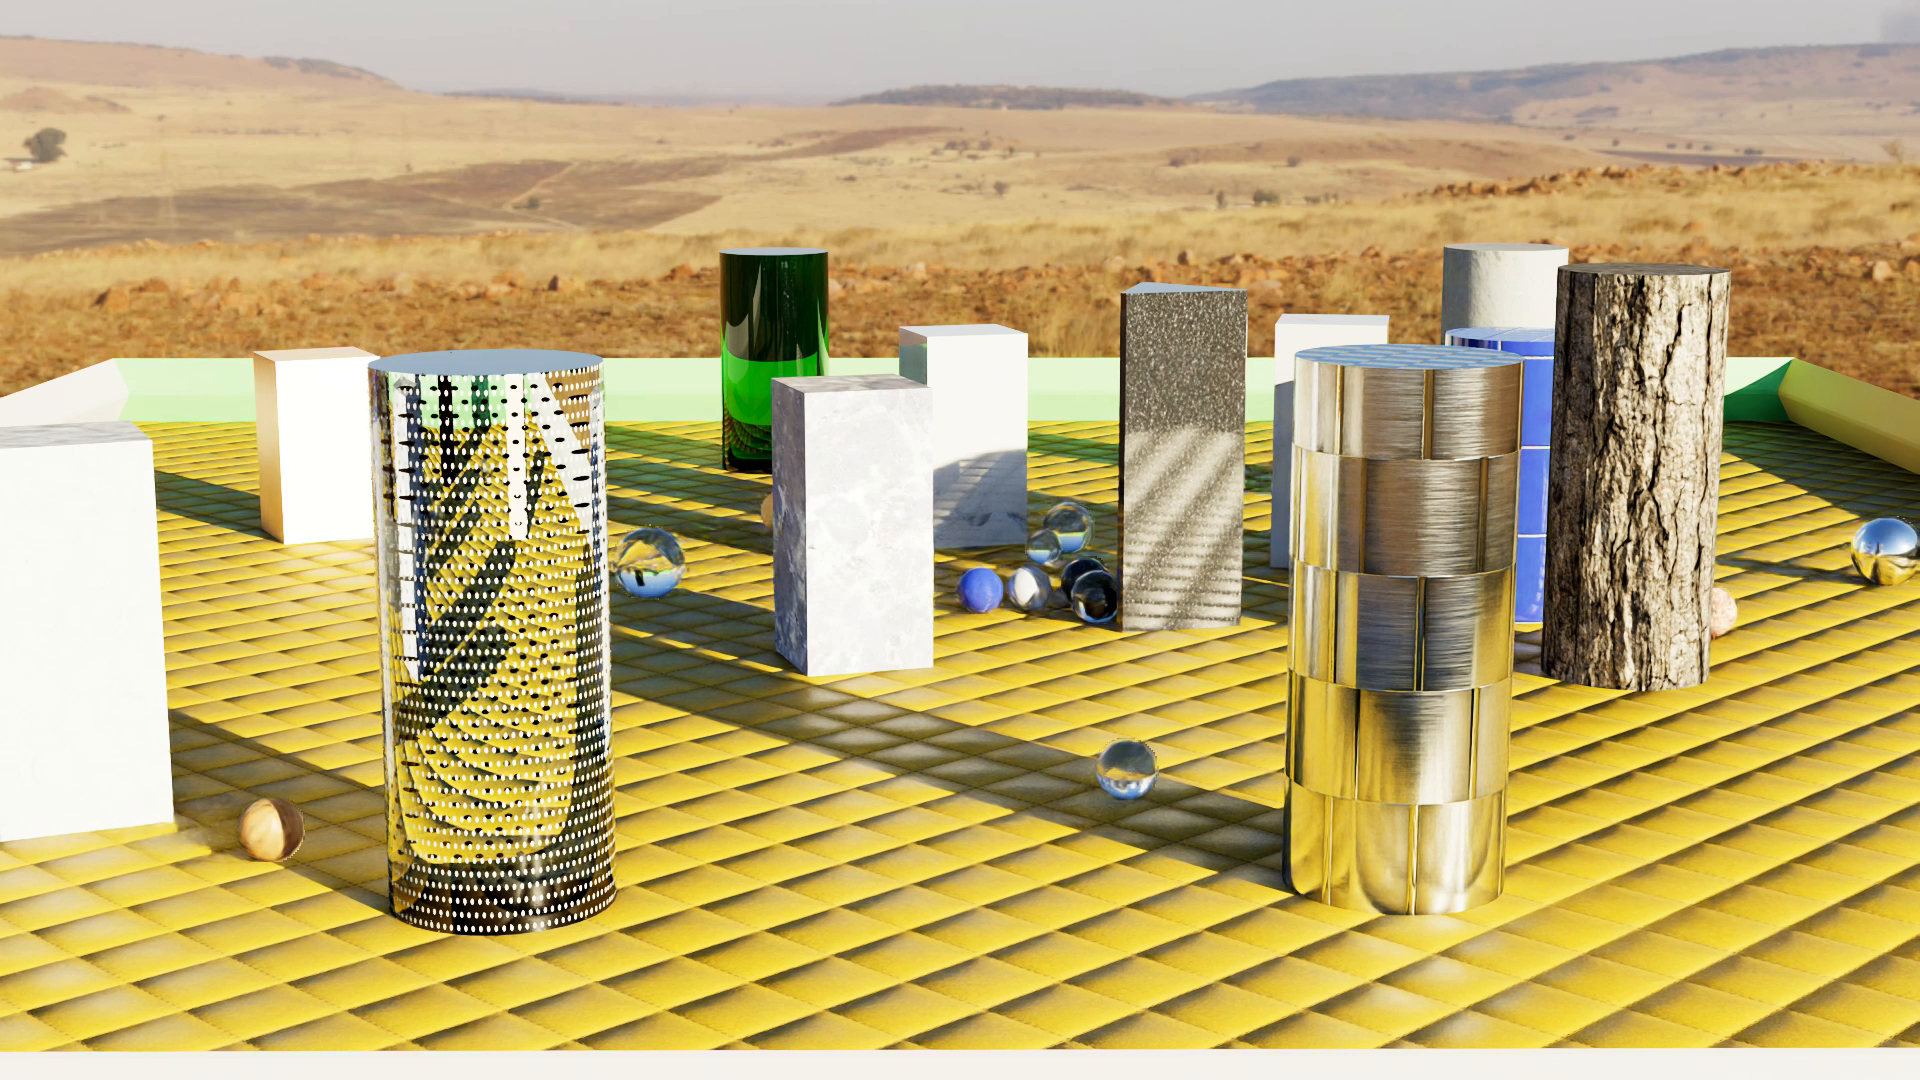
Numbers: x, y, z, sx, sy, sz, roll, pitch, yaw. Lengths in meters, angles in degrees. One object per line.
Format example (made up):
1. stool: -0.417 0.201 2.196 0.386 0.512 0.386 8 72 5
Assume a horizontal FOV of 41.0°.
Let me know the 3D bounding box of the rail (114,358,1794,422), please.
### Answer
1. rail: -0.011 -0.307 5.289 3.477 0.129 0.045 0 10 0

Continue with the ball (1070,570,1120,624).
1. ball: 0.180 0.075 3.390 0.070 0.070 0.070 0 10 0

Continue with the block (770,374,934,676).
1. block: -0.134 -0.023 3.165 0.159 0.344 0.159 -4 11 -18

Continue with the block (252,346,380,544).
1. block: -1.006 -0.151 4.030 0.159 0.283 0.159 -5 12 -27

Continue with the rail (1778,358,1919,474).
1. rail: 1.715 0.031 3.458 0.045 0.129 3.791 0 10 0

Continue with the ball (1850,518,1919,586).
1. ball: 1.312 0.017 3.634 0.097 0.097 0.097 0 10 0

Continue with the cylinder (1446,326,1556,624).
1. cylinder: 0.749 -0.091 3.455 0.199 0.373 0.199 0 10 0

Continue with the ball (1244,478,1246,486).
1. ball: 0.443 -0.098 4.317 0.074 0.074 0.074 0 10 0

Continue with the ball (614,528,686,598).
1. ball: -0.429 0.032 3.544 0.099 0.099 0.099 0 10 0

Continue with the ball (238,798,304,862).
1. ball: -0.639 0.268 2.377 0.059 0.059 0.059 0 10 0

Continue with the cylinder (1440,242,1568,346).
1. cylinder: 0.886 -0.261 4.201 0.199 0.436 0.199 0 10 0

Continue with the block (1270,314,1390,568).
1. block: 0.548 -0.147 3.799 0.159 0.358 0.159 2 11 10

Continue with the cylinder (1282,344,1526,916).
1. cylinder: 0.392 0.074 2.281 0.199 0.476 0.199 0 10 0

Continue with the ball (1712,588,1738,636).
1. ball: 0.970 0.093 3.310 0.064 0.064 0.064 0 10 0

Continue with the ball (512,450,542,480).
1. ball: -0.770 -0.135 4.572 0.052 0.052 0.052 0 10 0

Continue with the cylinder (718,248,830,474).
1. cylinder: -0.337 -0.329 4.682 0.199 0.395 0.199 0 10 0

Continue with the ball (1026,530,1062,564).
1. ball: 0.124 0.010 3.789 0.052 0.052 0.052 0 10 0

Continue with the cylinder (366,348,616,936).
1. cylinder: -0.404 0.083 2.229 0.199 0.477 0.199 0 10 0

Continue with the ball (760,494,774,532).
1. ball: -0.280 -0.044 4.040 0.068 0.068 0.068 0 10 0

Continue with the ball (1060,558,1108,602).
1. ball: 0.171 0.058 3.491 0.068 0.068 0.068 0 10 0

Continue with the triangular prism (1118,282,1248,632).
1. triangular prism: 0.268 -0.114 3.390 0.172 0.441 0.149 -3 11 -16

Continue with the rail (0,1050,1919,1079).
1. rail: 0.011 0.374 1.608 3.477 0.129 0.045 0 10 0

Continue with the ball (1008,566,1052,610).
1. ball: 0.094 0.065 3.470 0.061 0.061 0.061 0 10 0

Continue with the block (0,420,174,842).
1. block: -0.873 0.083 2.509 0.159 0.375 0.159 -5 12 -25

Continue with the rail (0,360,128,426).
1. rail: -1.715 0.035 3.439 0.045 0.129 3.791 0 10 0

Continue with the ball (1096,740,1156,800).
1. ball: 0.167 0.231 2.575 0.060 0.060 0.060 0 10 0

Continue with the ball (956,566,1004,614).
1. ball: 0.027 0.068 3.450 0.063 0.063 0.063 0 10 0

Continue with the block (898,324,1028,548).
1. block: 0.004 -0.164 3.981 0.159 0.324 0.159 -3 11 -17

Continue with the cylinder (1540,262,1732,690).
1. cylinder: 0.809 -0.080 3.079 0.199 0.489 0.199 0 10 0

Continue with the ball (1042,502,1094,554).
1. ball: 0.163 -0.019 3.877 0.077 0.077 0.077 0 10 0
